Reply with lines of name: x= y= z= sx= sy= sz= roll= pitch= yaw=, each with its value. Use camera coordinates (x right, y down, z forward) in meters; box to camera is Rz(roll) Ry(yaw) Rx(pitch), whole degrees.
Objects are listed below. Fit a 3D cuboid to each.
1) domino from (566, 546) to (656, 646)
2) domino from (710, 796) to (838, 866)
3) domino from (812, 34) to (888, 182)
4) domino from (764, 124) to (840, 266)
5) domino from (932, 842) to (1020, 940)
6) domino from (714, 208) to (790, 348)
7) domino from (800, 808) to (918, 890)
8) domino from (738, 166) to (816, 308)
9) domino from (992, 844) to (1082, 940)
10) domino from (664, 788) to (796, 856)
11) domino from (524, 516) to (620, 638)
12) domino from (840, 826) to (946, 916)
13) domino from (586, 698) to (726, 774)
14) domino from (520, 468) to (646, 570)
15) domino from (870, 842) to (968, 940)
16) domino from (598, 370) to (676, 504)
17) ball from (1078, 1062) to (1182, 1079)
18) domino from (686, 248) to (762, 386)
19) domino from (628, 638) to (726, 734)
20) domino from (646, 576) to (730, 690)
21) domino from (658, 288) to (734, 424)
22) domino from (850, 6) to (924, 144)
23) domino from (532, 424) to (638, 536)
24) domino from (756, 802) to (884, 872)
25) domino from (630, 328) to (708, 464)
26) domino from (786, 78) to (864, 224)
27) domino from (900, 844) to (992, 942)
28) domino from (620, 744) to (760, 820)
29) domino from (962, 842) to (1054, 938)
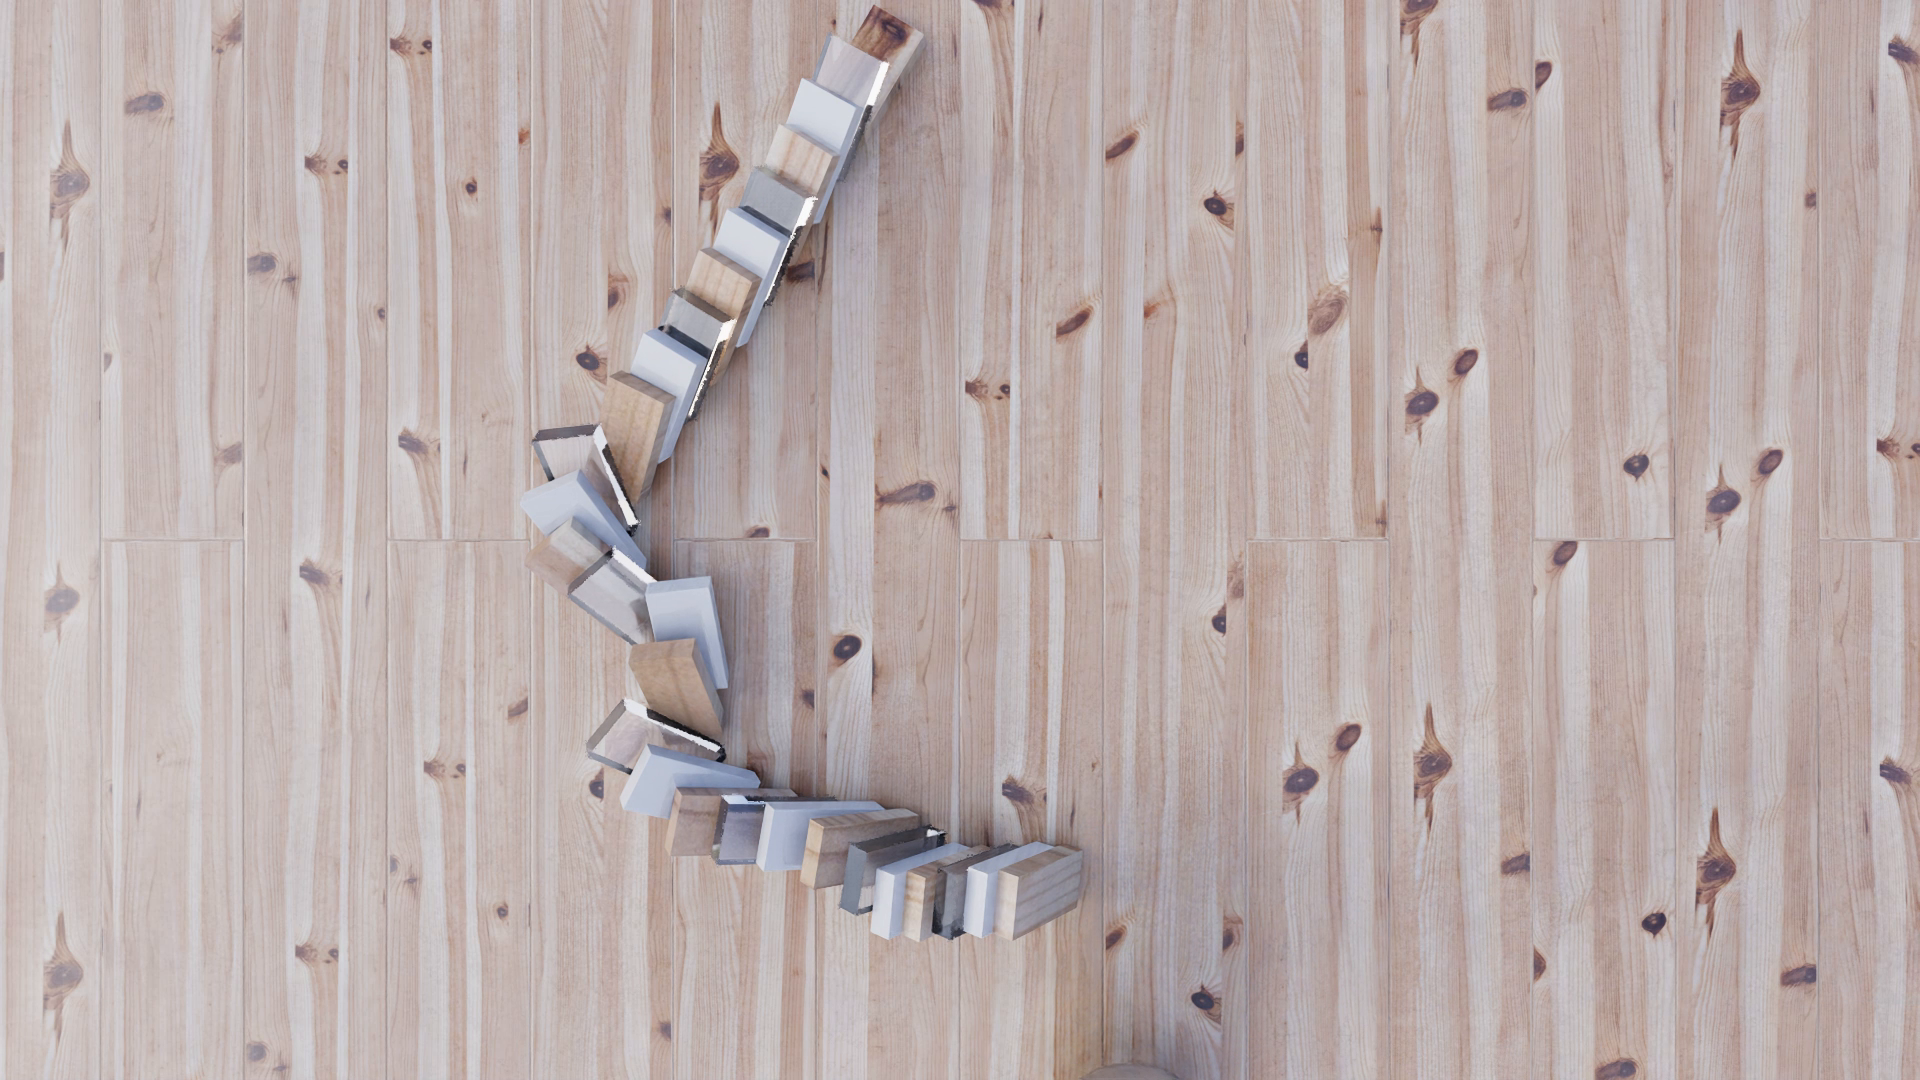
domino: x=-0.135 y=0.028 z=0.382 sx=0.025 sy=0.010 sz=0.050 roll=-40 pitch=122 yaw=3
domino: x=-0.076 y=0.121 z=0.383 sx=0.050 sy=0.010 sz=0.025 roll=10 pitch=90 yaw=-32
domino: x=-0.052 y=-0.181 z=0.385 sx=0.025 sy=0.010 sz=0.050 roll=29 pitch=116 yaw=1
domino: x=-0.072 y=-0.144 z=0.384 sx=0.025 sy=0.010 sz=0.050 roll=31 pitch=118 yaw=0
domino: x=0.009 y=0.144 z=0.377 sx=0.010 sy=0.050 sz=0.025 roll=5 pitch=90 yaw=37
domino: x=-0.093 y=-0.110 z=0.384 sx=0.025 sy=0.009 sz=0.050 roll=31 pitch=118 yaw=0
domino: x=-0.041 y=0.127 z=0.379 sx=0.050 sy=0.010 sz=0.025 roll=9 pitch=90 yaw=-44
domino: x=-0.083 y=-0.127 z=0.384 sx=0.025 sy=0.010 sz=0.050 roll=31 pitch=118 yaw=0
domino: x=0.033 y=0.144 z=0.377 sx=0.009 sy=0.050 sz=0.025 roll=5 pitch=90 yaw=37
domino: x=-0.095 y=0.117 z=0.383 sx=0.050 sy=0.009 sz=0.025 roll=11 pitch=91 yaw=-32
domino: x=-0.151 y=0.016 z=0.381 sx=0.025 sy=0.010 sz=0.050 roll=-38 pitch=123 yaw=6
domino: x=-0.027 y=0.135 z=0.377 sx=0.010 sy=0.050 sz=0.025 roll=9 pitch=90 yaw=37
domino: x=-0.126 y=0.087 z=0.381 sx=0.050 sy=0.009 sz=0.025 roll=38 pitch=94 yaw=-34
domino: x=-0.156 y=-0.003 z=0.381 sx=0.025 sy=0.009 sz=0.050 roll=-23 pitch=124 yaw=3
domino: x=-0.015 y=0.143 z=0.377 sx=0.009 sy=0.050 sz=0.025 roll=5 pitch=90 yaw=37
domino: x=-0.138 y=-0.043 z=0.384 sx=0.025 sy=0.010 sz=0.050 roll=26 pitch=119 yaw=0
ball: x=0.070 y=0.251 z=0.360 sx=0.080 sy=0.080 sz=0.080 roll=0 pitch=90 yaw=0
domino: x=-0.104 y=-0.093 z=0.384 sx=0.025 sy=0.010 sz=0.050 roll=31 pitch=118 yaw=0
domino: x=-0.116 y=0.062 z=0.380 sx=0.025 sy=0.010 sz=0.050 roll=-6 pitch=131 yaw=0
domino: x=-0.113 y=0.040 z=0.383 sx=0.025 sy=0.010 sz=0.050 roll=-6 pitch=118 yaw=-7
domino: x=-0.116 y=-0.077 z=0.384 sx=0.025 sy=0.010 sz=0.050 roll=31 pitch=118 yaw=0
domino: x=-0.039 y=-0.200 z=0.395 sx=0.025 sy=0.010 sz=0.050 roll=31 pitch=90 yaw=0
domino: x=-0.155 y=-0.023 z=0.381 sx=0.025 sy=0.010 sz=0.050 roll=-6 pitch=127 yaw=3
domino: x=-0.058 y=0.123 z=0.383 sx=0.050 sy=0.010 sz=0.025 roll=10 pitch=90 yaw=-32
domino: x=-0.127 y=-0.060 z=0.384 sx=0.025 sy=0.009 sz=0.050 roll=31 pitch=119 yaw=0
domino: x=-0.062 y=-0.162 z=0.384 sx=0.025 sy=0.009 sz=0.050 roll=29 pitch=117 yaw=1
domino: x=-0.003 y=0.144 z=0.377 sx=0.009 sy=0.050 sz=0.025 roll=5 pitch=90 yaw=37
domino: x=-0.112 y=0.104 z=0.382 sx=0.050 sy=0.009 sz=0.025 roll=26 pitch=91 yaw=-33
domino: x=0.021 y=0.143 z=0.377 sx=0.009 sy=0.050 sz=0.025 roll=5 pitch=90 yaw=37
